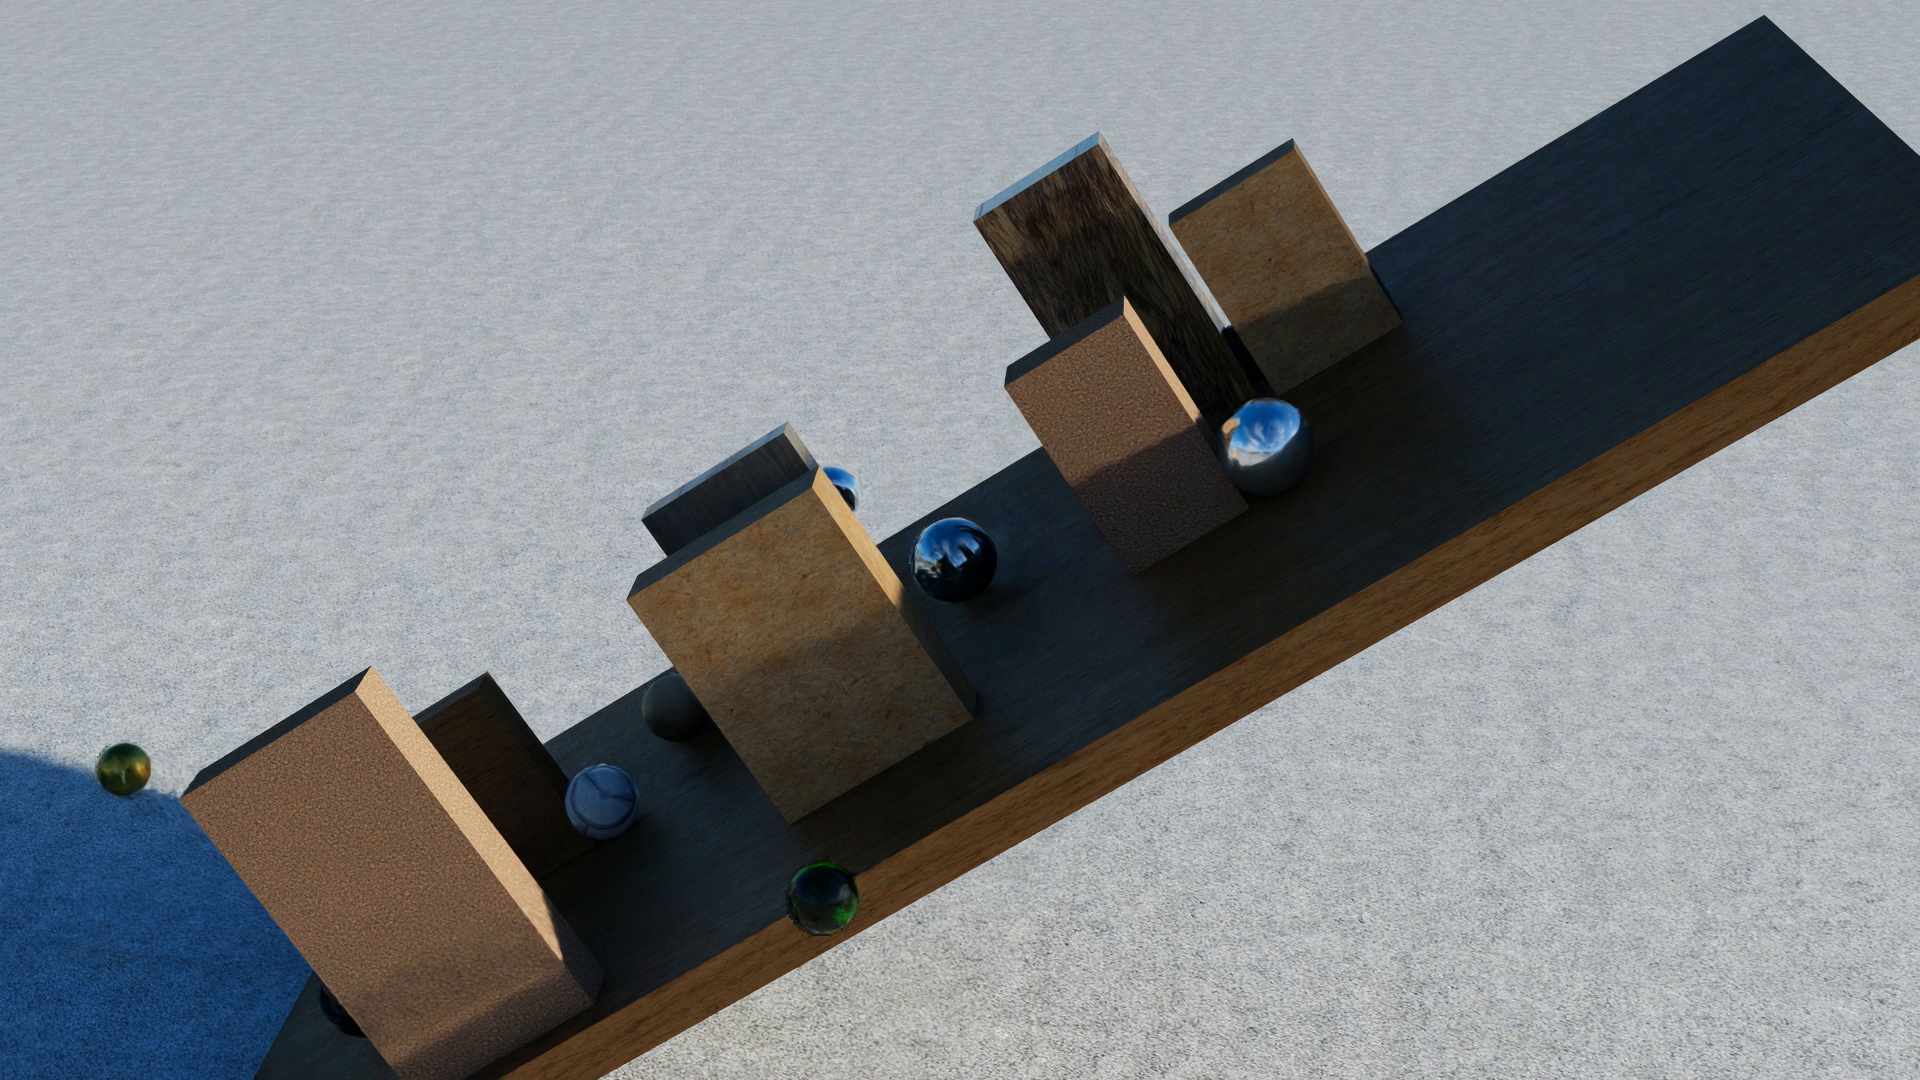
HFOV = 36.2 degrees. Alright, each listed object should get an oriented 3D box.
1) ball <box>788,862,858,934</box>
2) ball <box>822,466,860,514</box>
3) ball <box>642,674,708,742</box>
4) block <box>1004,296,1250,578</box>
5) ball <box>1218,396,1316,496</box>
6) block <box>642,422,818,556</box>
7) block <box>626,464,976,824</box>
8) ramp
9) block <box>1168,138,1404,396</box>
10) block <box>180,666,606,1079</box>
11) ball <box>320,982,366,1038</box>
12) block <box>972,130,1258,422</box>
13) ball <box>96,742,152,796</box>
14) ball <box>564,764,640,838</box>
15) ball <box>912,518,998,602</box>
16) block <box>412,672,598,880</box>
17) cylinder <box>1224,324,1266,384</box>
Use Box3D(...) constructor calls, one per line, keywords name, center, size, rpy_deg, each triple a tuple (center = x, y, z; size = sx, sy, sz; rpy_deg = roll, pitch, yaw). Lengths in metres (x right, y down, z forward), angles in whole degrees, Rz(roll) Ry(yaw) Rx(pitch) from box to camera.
Box3D(name="ball", center=(-0.248, 0.647, 5.321), size=(0.130, 0.130, 0.130), rpy_deg=(0, 20, 0))
Box3D(name="ball", center=(-0.319, -0.108, 7.240), size=(0.147, 0.147, 0.147), rpy_deg=(0, 20, 0))
Box3D(name="ball", center=(-0.658, 0.389, 6.811), size=(0.157, 0.157, 0.157), rpy_deg=(0, 20, 0))
Box3D(name="block", center=(0.338, -0.208, 5.928), size=(0.280, 0.476, 0.141), rpy_deg=(-31, 15, 14))
Box3D(name="ball", center=(0.608, -0.187, 5.837), size=(0.195, 0.195, 0.195), rpy_deg=(0, 20, 0))
Box3D(name="block", center=(-0.475, 0.001, 7.112), size=(0.417, 0.420, 0.090), rpy_deg=(-31, 15, 14))
Box3D(name="block", center=(-0.309, 0.211, 5.825), size=(0.441, 0.567, 0.136), rpy_deg=(-31, 15, 14))
Box3D(name="ramp", center=(0.140, 0.170, 6.295), size=(4.000, 0.100, 2.000), rpy_deg=(-31, 15, 14))
Box3D(name="block", center=(0.705, -0.589, 6.377), size=(0.314, 0.452, 0.111), rpy_deg=(-31, 15, 14))
Box3D(name="block", center=(-1.085, 0.670, 5.660), size=(0.423, 0.768, 0.126), rpy_deg=(-31, 15, 14))
Box3D(name="ball", center=(-1.271, 0.967, 6.270), size=(0.184, 0.184, 0.184), rpy_deg=(0, 20, 0))
Box3D(name="block", center=(0.349, -0.537, 6.557), size=(0.326, 0.664, 0.134), rpy_deg=(-31, 15, 14))
Box3D(name="ball", center=(-2.306, 0.632, 8.118), size=(0.146, 0.146, 0.146), rpy_deg=(0, 20, 0))
Box3D(name="ball", center=(-0.790, 0.577, 6.492), size=(0.164, 0.164, 0.164), rpy_deg=(0, 20, 0))
Box3D(name="ball", center=(-0.012, 0.044, 6.450), size=(0.187, 0.187, 0.187), rpy_deg=(0, 20, 0))
Box3D(name="block", center=(-1.096, 0.583, 6.582), size=(0.400, 0.443, 0.097), rpy_deg=(-31, 15, 14))
Box3D(name="cylinder", center=(0.687, -0.448, 6.575), size=(0.144, 0.144, 0.144), rpy_deg=(-31, 16, 12))
